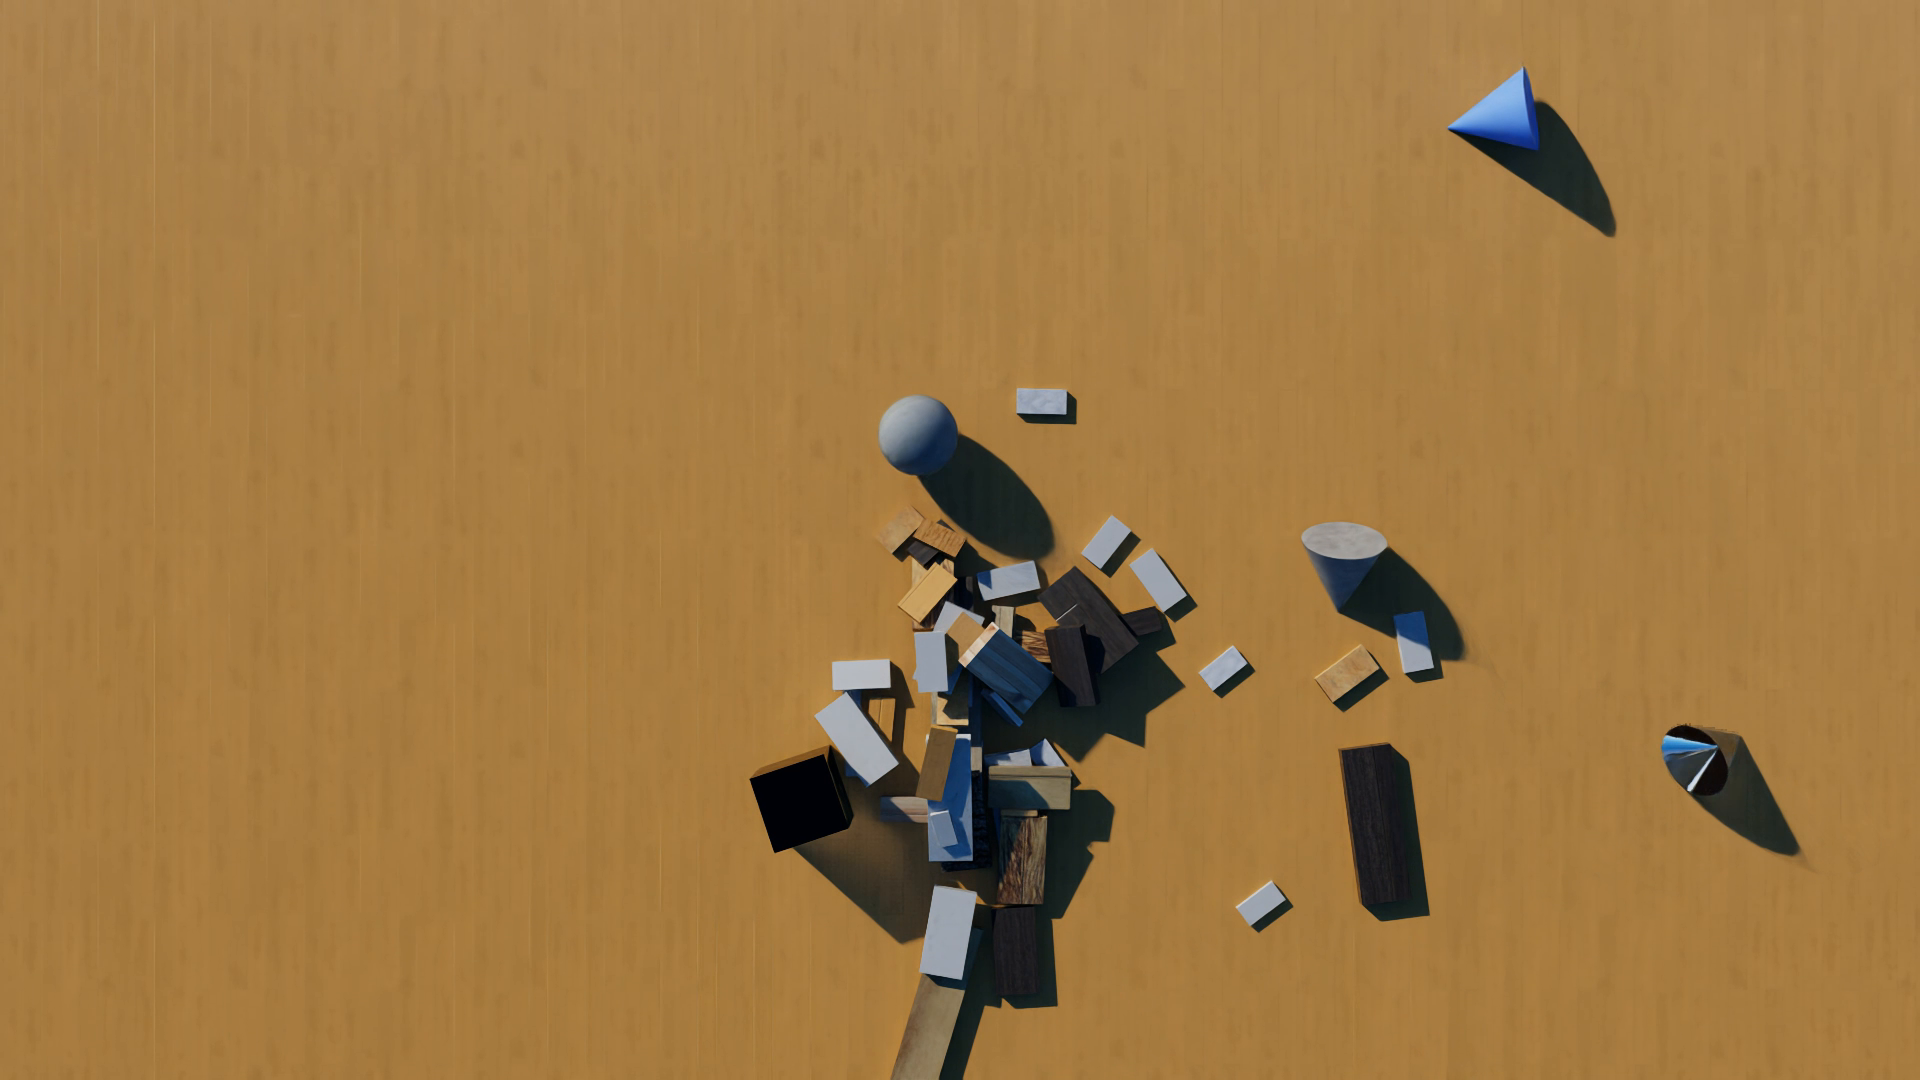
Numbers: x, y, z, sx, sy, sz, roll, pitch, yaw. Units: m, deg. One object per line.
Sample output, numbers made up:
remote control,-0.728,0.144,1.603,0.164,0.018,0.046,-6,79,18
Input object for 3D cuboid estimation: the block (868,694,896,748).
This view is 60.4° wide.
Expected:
block,-0.264,0.605,5.488,0.085,0.024,0.169,5,90,0

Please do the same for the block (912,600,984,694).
block,-0.038,0.350,5.347,0.136,0.039,0.273,24,93,-1

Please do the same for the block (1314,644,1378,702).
block,1.286,0.443,5.486,0.193,0.027,0.096,-36,90,0

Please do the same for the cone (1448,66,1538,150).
cone,1.741,-1.390,5.439,0.272,0.272,0.272,-8,90,27

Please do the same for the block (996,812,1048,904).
block,0.204,1.051,5.445,0.152,0.043,0.303,2,102,-2

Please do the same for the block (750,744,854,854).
block,-0.512,0.839,5.375,0.250,0.250,0.250,-18,90,0

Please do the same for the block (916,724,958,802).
block,-0.075,0.712,5.260,0.085,0.024,0.248,12,107,-3

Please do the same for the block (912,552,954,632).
block,-0.088,0.165,5.428,0.136,0.039,0.273,-1,70,0

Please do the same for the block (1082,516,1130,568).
block,0.486,0.007,5.488,0.082,0.023,0.165,39,90,0

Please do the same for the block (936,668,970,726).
block,-0.023,0.506,5.388,0.102,0.029,0.203,1,72,0

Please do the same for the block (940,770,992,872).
block,0.002,0.923,5.406,0.166,0.047,0.332,-7,107,2

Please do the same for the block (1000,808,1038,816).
block,0.193,0.890,5.418,0.120,0.060,0.017,1,96,-1

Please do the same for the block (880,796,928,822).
block,-0.179,0.895,5.488,0.169,0.024,0.085,1,90,0

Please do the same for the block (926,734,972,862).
block,-0.033,0.835,5.332,0.143,0.040,0.432,-1,108,1

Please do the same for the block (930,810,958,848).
block,-0.050,0.933,5.333,0.060,0.017,0.120,-14,107,5

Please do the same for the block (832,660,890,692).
block,-0.327,0.449,5.473,0.191,0.027,0.095,-2,74,0

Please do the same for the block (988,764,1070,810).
block,0.227,0.812,5.423,0.268,0.038,0.134,2,94,-1

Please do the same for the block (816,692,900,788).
block,-0.340,0.659,5.459,0.134,0.038,0.293,-37,87,5

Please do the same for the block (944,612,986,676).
block,-0.012,0.334,5.313,0.095,0.027,0.191,37,93,-2

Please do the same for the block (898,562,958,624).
block,-0.106,0.174,5.390,0.095,0.027,0.191,38,75,13

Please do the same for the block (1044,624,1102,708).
block,0.370,0.414,5.422,0.134,0.038,0.268,-6,101,33

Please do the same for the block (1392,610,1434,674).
block,1.508,0.338,5.486,0.096,0.027,0.193,-10,90,0

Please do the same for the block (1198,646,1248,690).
block,0.875,0.427,5.490,0.148,0.021,0.074,-38,90,0

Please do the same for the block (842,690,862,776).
block,-0.356,0.626,5.492,0.060,0.017,0.320,-2,90,0

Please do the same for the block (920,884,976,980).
block,-0.039,1.292,5.437,0.143,0.040,0.285,10,90,0

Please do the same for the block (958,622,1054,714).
block,0.158,0.420,5.379,0.166,0.047,0.331,-49,128,0

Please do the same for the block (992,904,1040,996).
block,0.184,1.362,5.480,0.143,0.040,0.285,-4,90,0

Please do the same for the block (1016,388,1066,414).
block,0.271,-0.460,5.488,0.165,0.023,0.082,1,90,0

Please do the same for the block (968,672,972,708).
block,-0.008,0.448,5.437,0.102,0.029,0.203,1,72,0

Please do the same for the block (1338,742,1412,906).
block,1.378,0.941,5.477,0.166,0.047,0.517,-8,90,0

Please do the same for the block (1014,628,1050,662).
block,0.268,0.355,5.486,0.191,0.027,0.095,7,90,0

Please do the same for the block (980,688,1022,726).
block,0.137,0.552,5.434,0.022,0.077,0.153,-48,114,-17

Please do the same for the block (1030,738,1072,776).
block,0.297,0.743,5.489,0.077,0.022,0.153,-36,90,0

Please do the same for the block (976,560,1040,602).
block,0.160,0.135,5.486,0.197,0.027,0.095,-13,90,0

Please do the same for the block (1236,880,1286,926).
block,1.001,1.209,5.490,0.148,0.021,0.074,-37,90,0

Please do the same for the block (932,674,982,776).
block,-0.012,0.609,5.441,0.166,0.047,0.332,0,77,0

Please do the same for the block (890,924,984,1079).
block,-0.086,1.571,5.479,0.152,0.043,0.629,17,90,0

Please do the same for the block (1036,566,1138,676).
block,0.423,0.266,5.447,0.166,0.047,0.331,-39,80,2

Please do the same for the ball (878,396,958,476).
ball,-0.136,-0.340,5.369,0.261,0.261,0.261,0,90,0

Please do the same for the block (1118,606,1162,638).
block,0.579,0.279,5.476,0.165,0.023,0.082,-14,82,-5

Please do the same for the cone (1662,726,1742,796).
cone,2.503,0.685,5.446,0.243,0.243,0.243,-19,90,-27

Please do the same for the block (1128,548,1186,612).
block,0.657,0.133,5.486,0.096,0.027,0.193,-36,90,0

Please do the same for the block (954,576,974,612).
block,-0.023,0.258,5.435,0.136,0.039,0.273,-2,70,0

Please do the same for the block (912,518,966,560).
block,-0.066,-0.005,5.436,0.159,0.023,0.080,26,68,12

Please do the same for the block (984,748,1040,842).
block,0.179,0.852,5.467,0.152,0.043,0.303,-10,95,0

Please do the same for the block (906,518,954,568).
block,-0.091,0.010,5.454,0.080,0.023,0.159,42,72,18

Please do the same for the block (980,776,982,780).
block,-0.008,0.827,5.476,0.166,0.047,0.332,0,90,0

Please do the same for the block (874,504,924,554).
block,-0.199,-0.039,5.489,0.159,0.023,0.080,-45,90,0

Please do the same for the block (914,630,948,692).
block,-0.092,0.391,5.290,0.095,0.027,0.191,-4,93,1

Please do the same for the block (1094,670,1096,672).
block,0.461,0.391,5.490,0.179,0.021,0.074,-34,90,0

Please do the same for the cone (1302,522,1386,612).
cone,1.258,0.122,5.439,0.272,0.272,0.272,-2,117,0

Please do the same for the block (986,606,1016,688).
block,0.137,0.358,5.475,0.076,0.022,0.276,4,90,23
